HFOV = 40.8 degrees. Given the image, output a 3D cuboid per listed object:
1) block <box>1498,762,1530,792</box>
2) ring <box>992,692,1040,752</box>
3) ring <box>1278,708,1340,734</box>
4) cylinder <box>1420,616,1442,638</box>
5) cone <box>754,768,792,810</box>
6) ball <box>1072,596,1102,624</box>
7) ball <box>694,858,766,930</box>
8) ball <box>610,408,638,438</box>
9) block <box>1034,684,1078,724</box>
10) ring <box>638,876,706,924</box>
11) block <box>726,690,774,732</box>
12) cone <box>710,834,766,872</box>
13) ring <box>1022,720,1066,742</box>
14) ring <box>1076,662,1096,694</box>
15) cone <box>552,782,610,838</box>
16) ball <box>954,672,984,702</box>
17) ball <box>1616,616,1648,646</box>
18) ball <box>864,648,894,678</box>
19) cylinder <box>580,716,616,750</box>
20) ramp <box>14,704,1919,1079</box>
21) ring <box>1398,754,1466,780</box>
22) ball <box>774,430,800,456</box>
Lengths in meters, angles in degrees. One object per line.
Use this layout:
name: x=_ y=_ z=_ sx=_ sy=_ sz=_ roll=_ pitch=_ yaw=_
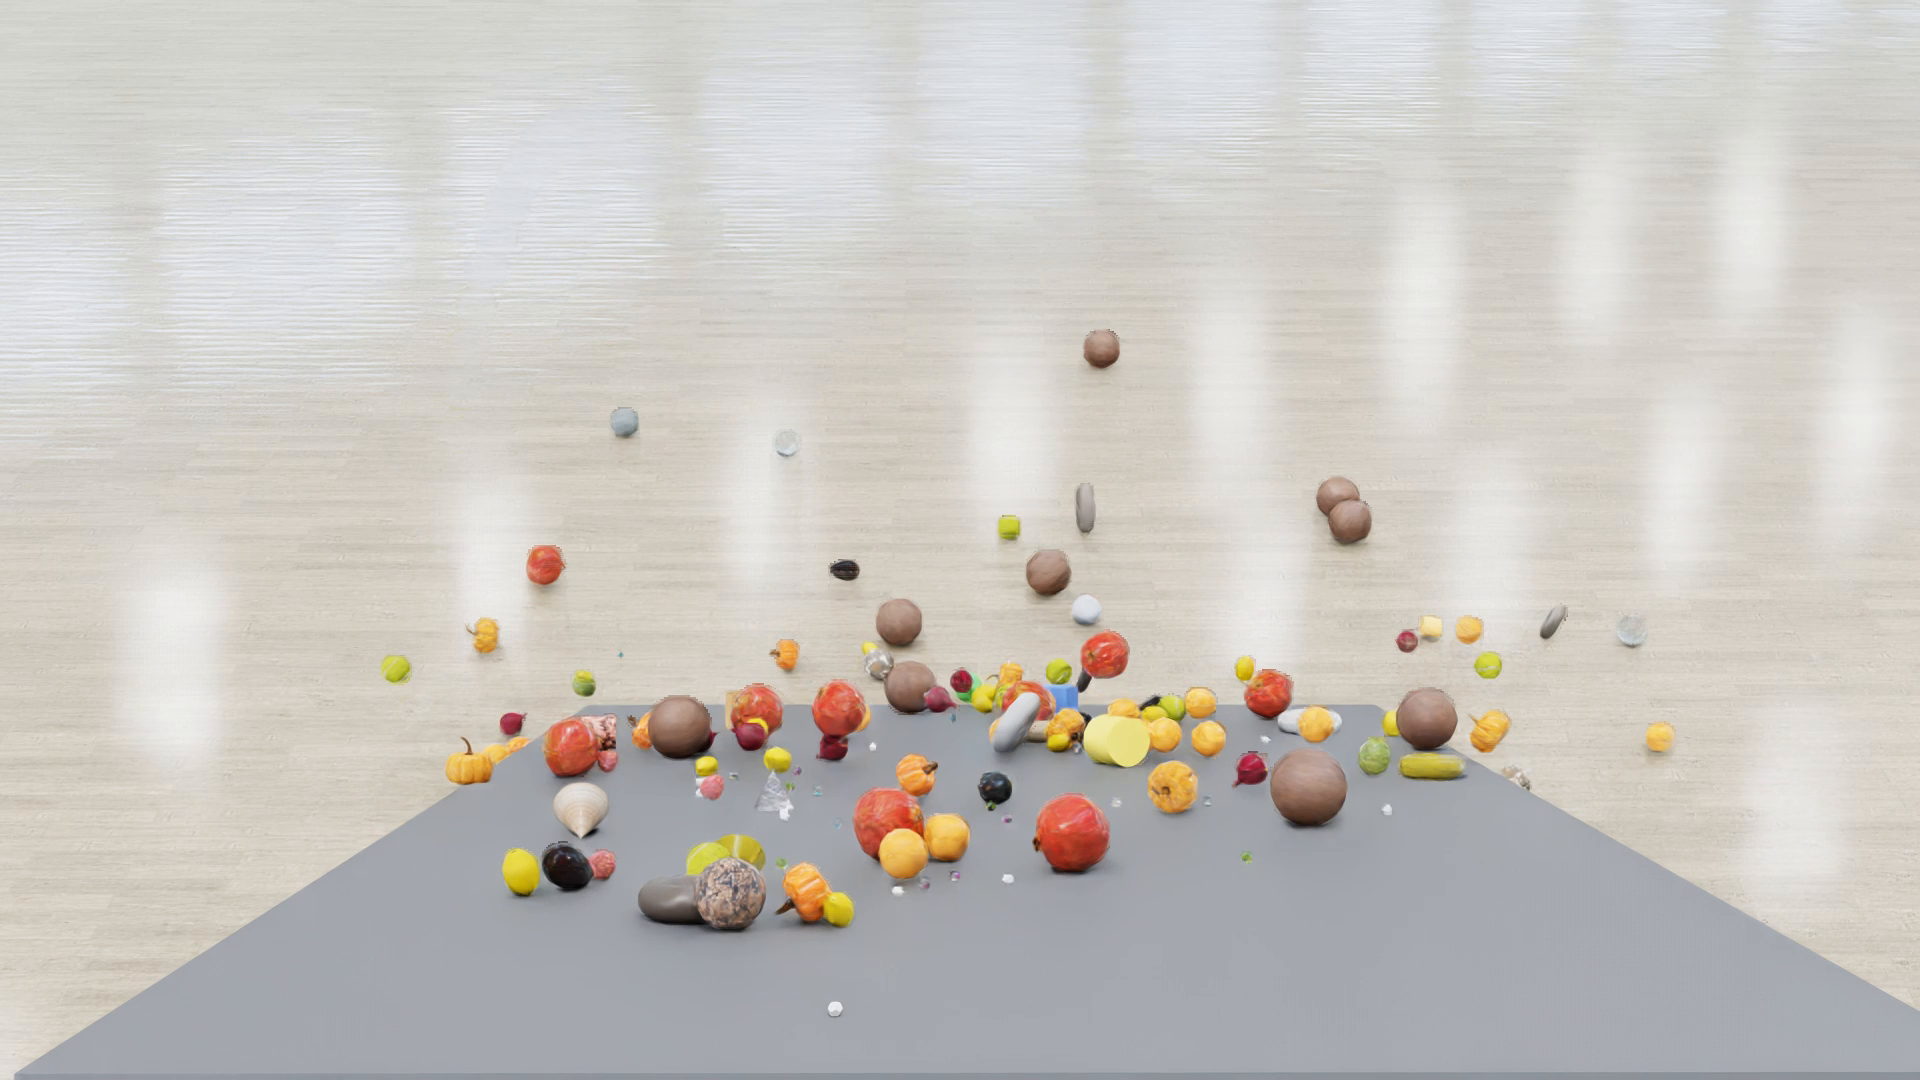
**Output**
block: x=1.164 y=0.521 z=5.453 sx=0.058 sy=0.058 sz=0.058 roll=-34 pitch=51 yaw=-14
ring: x=0.118 y=0.381 z=5.381 sx=0.048 sy=0.144 sz=0.144 roll=33 pitch=35 yaw=12
ring: x=0.795 y=0.414 z=5.872 sx=0.145 sy=0.048 sz=0.145 roll=-1 pitch=2 yaw=0
cylinder: x=1.290 y=0.238 z=7.065 sx=0.052 sy=0.052 sz=0.052 roll=8 pitch=26 yaw=1
cone: x=-0.331 y=0.439 z=4.563 sx=0.071 sy=0.071 sz=0.071 roll=0 pitch=2 yaw=0
ball: x=0.351 y=0.194 z=7.150 sx=0.082 sy=0.082 sz=0.082 roll=0 pitch=25 yaw=0
ball: x=-0.300 y=0.460 z=3.356 sx=0.094 sy=0.094 sz=0.094 roll=0 pitch=25 yaw=0
ball: x=-1.085 y=-0.379 z=8.344 sx=0.091 sy=0.091 sz=0.091 roll=0 pitch=25 yaw=0
block: x=0.228 y=0.390 z=6.133 sx=0.082 sy=0.082 sz=0.082 roll=1 pitch=2 yaw=21
ring: x=-0.358 y=0.481 z=3.453 sx=0.148 sy=0.049 sz=0.148 roll=1 pitch=1 yaw=0
block: x=-0.485 y=0.393 z=5.941 sx=0.087 sy=0.087 sz=0.087 roll=-1 pitch=2 yaw=-26
cone: x=-0.325 y=0.480 z=3.714 sx=0.080 sy=0.080 sz=0.080 roll=1 pitch=28 yaw=3
ring: x=0.173 y=0.422 z=5.702 sx=0.123 sy=0.041 sz=0.123 roll=1 pitch=1 yaw=0
ring: x=0.317 y=0.350 z=6.530 sx=0.028 sy=0.084 sz=0.084 roll=25 pitch=28 yaw=1
cone: x=-0.621 y=0.463 z=4.228 sx=0.094 sy=0.094 sz=0.094 roll=-3 pitch=29 yaw=-7
ball: x=0.022 y=0.382 z=6.663 sx=0.077 sy=0.077 sz=0.077 roll=0 pitch=25 yaw=0
ball: x=1.836 y=0.247 z=7.038 sx=0.083 sy=0.083 sz=0.083 roll=0 pitch=25 yaw=0
ball: x=-0.216 y=0.328 z=6.867 sx=0.083 sy=0.083 sz=0.083 roll=0 pitch=25 yaw=0
cylinder: x=-0.776 y=0.412 z=5.528 sx=0.070 sy=0.070 sz=0.070 roll=-2 pitch=25 yaw=-16
ramp: x=0.058 y=0.524 z=4.562 sx=2.000 sy=0.100 sz=4.000 roll=0 pitch=2 yaw=0
ring: x=0.918 y=0.440 z=5.015 sx=0.128 sy=0.043 sz=0.128 roll=1 pitch=1 yaw=0
ball: x=-0.550 y=-0.308 z=8.202 sx=0.085 sy=0.085 sz=0.085 roll=0 pitch=25 yaw=0
